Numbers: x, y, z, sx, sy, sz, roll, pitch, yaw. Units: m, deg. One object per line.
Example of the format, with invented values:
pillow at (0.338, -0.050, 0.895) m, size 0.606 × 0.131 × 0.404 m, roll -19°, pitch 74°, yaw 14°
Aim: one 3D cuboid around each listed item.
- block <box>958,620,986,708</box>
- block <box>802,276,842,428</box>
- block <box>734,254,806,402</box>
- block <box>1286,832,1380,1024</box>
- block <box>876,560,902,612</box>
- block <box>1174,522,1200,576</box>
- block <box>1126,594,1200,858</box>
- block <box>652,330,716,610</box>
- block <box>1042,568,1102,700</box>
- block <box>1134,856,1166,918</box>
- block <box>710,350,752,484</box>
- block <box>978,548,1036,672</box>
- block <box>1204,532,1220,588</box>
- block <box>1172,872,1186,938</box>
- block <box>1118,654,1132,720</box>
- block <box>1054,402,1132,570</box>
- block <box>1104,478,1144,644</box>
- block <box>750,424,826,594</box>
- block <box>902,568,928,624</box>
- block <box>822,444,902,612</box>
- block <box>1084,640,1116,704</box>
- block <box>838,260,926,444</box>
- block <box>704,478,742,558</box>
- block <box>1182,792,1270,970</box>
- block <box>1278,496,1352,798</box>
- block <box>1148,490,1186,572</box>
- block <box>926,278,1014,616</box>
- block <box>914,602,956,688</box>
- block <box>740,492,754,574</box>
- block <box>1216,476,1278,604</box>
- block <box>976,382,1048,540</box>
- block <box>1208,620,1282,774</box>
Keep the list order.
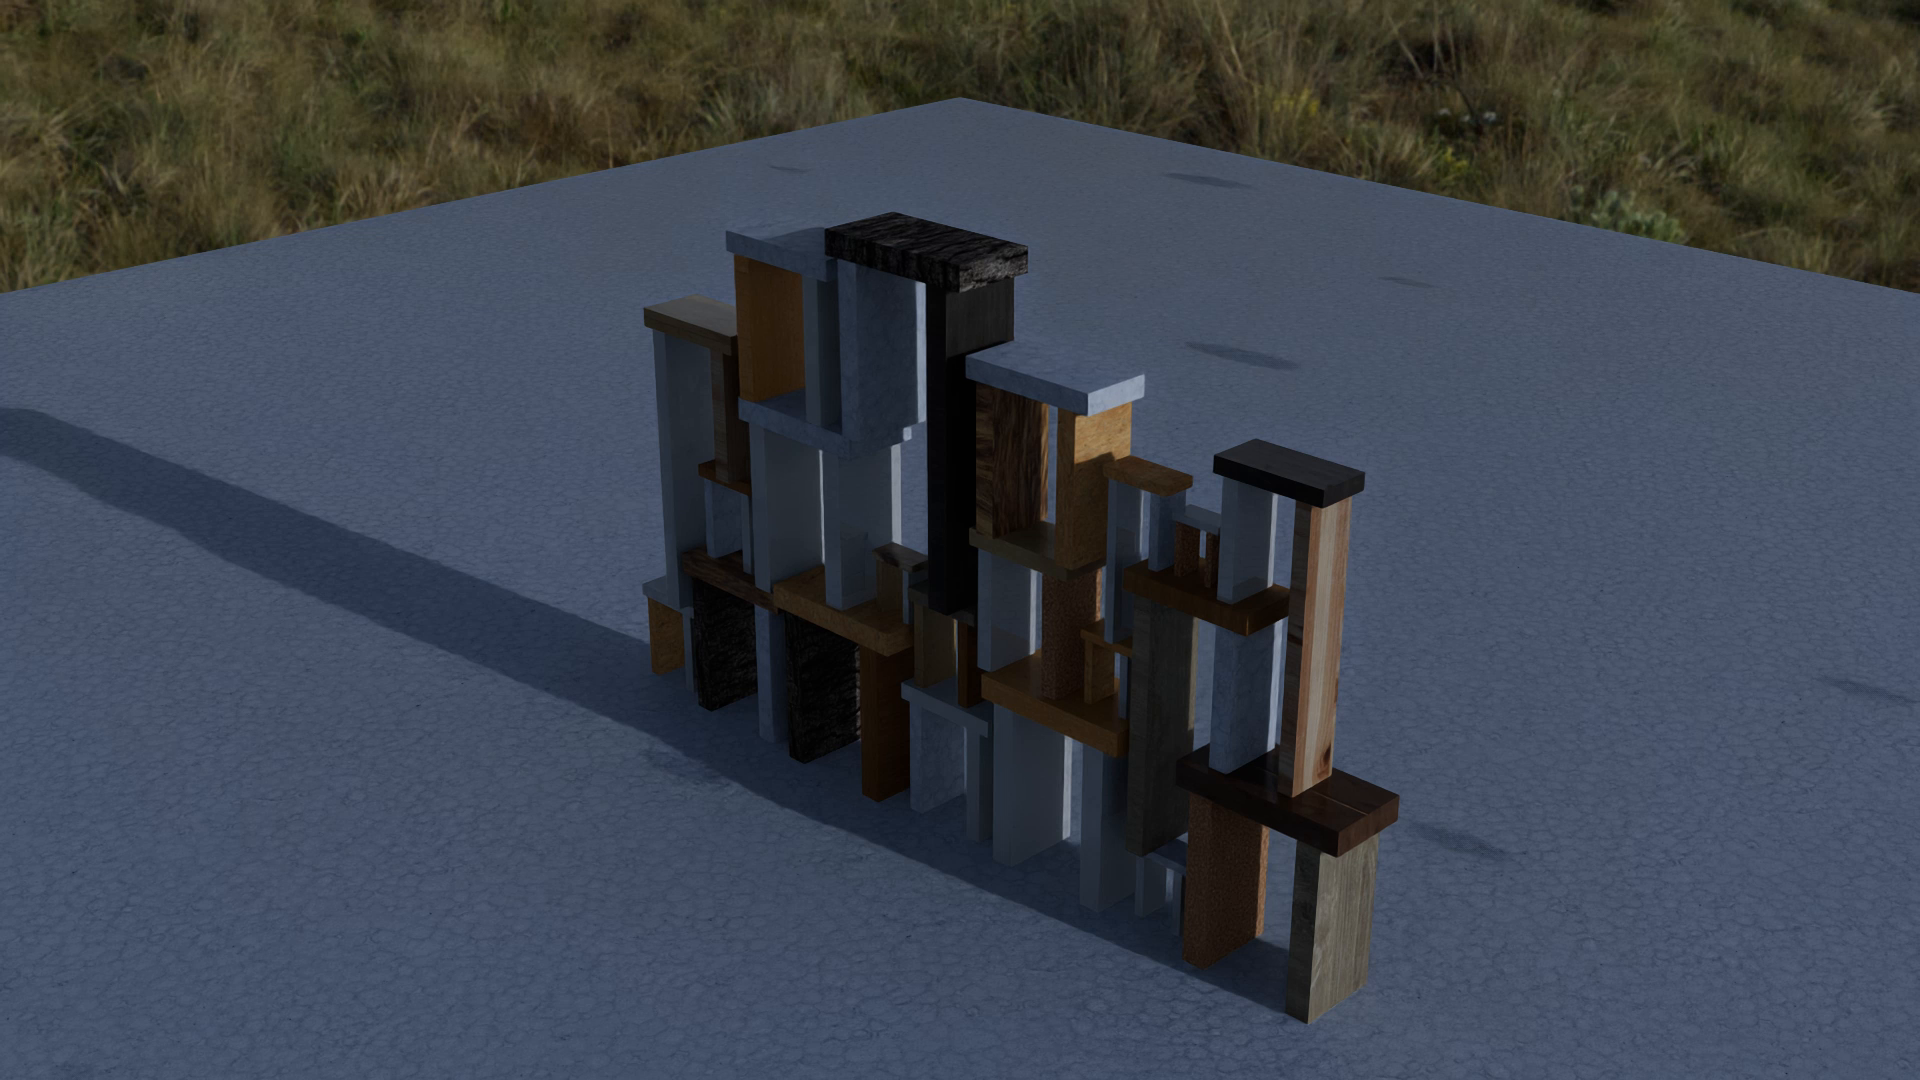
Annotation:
block at (0.037, 0.229, 4.281) m, size 0.091 × 0.182 × 0.026 m, roll -21°, pitch 31°, yaw -41°
block at (-0.234, -0.385, 4.306) m, size 0.043 × 0.301 × 0.150 m, roll 22°, pitch 32°, yaw 40°
block at (-0.378, -0.441, 4.436) m, size 0.150 × 0.301 × 0.043 m, roll -22°, pitch 32°, yaw -40°
block at (0.643, 0.645, 3.796) m, size 0.049 × 0.346 × 0.173 m, roll 21°, pitch 31°, yaw 41°
block at (-0.141, 0.084, 4.414) m, size 0.016 × 0.114 × 0.057 m, roll 21°, pitch 31°, yaw 41°
block at (0.393, 0.009, 3.801) m, size 0.050 × 0.101 × 0.014 m, roll -21°, pitch 31°, yaw -41°
block at (0.365, 0.317, 3.963) m, size 0.039 × 0.516 × 0.136 m, roll 21°, pitch 31°, yaw 41°
block at (-0.582, -0.165, 4.783) m, size 0.041 × 0.637 × 0.143 m, roll 21°, pitch 31°, yaw 41°
block at (0.206, 0.161, 4.067) m, size 0.123 × 0.247 × 0.035 m, roll -21°, pitch 30°, yaw -40°
block at (0.356, 0.632, 4.101) m, size 0.019 × 0.133 × 0.067 m, roll 21°, pitch 31°, yaw 41°
block at (-0.447, -0.274, 4.591) m, size 0.041 × 0.286 × 0.143 m, roll 21°, pitch 31°, yaw 41°
block at (0.090, 0.116, 4.174) m, size 0.123 × 0.247 × 0.035 m, roll -21°, pitch 31°, yaw -41°
block at (0.440, 0.027, 3.757) m, size 0.014 × 0.101 × 0.050 m, roll 21°, pitch 31°, yaw 41°
block at (0.419, 0.657, 4.043) m, size 0.019 × 0.133 × 0.067 m, roll 21°, pitch 31°, yaw 41°
block at (0.317, 0.257, 3.995) m, size 0.018 × 0.127 × 0.063 m, roll 21°, pitch 31°, yaw 41°
block at (0.237, -0.109, 3.918) m, size 0.148 × 0.297 × 0.042 m, roll -21°, pitch 31°, yaw -40°
block at (0.292, 0.030, 3.918) m, size 0.072 × 0.316 × 0.020 m, roll -21°, pitch 31°, yaw -40°
block at (-0.353, -0.087, 4.576) m, size 0.047 × 0.366 × 0.167 m, roll 21°, pitch 31°, yaw 41°
block at (-0.087, 0.105, 4.364) m, size 0.016 × 0.114 × 0.057 m, roll 21°, pitch 31°, yaw 41°
block at (-0.195, -0.040, 4.425) m, size 0.047 × 0.334 × 0.167 m, roll 21°, pitch 31°, yaw 41°
block at (0.258, 0.234, 4.051) m, size 0.063 × 0.127 × 0.018 m, roll -21°, pitch 31°, yaw -41°
block at (-0.148, -0.381, 4.227) m, size 0.050 × 0.355 × 0.178 m, roll 21°, pitch 31°, yaw 41°
block at (-0.505, -0.059, 4.747) m, size 0.026 × 0.181 × 0.090 m, roll 21°, pitch 31°, yaw 40°
block at (0.480, 0.582, 3.947) m, size 0.049 × 0.346 × 0.173 m, roll 21°, pitch 31°, yaw 41°
block at (0.590, 0.171, 3.661) m, size 0.032 × 0.535 × 0.112 m, roll 21°, pitch 31°, yaw 41°
block at (0.360, -0.023, 3.822) m, size 0.020 × 0.143 × 0.072 m, roll 21°, pitch 31°, yaw 40°
block at (0.020, -0.184, 4.130) m, size 0.050 × 0.644 × 0.178 m, roll 21°, pitch 31°, yaw 41°
block at (-0.049, 0.195, 4.360) m, size 0.026 × 0.182 × 0.091 m, roll 21°, pitch 31°, yaw 41°
block at (-0.420, -0.025, 4.668) m, size 0.026 × 0.181 × 0.090 m, roll 21°, pitch 31°, yaw 41°
block at (0.485, -0.014, 3.697) m, size 0.032 × 0.223 × 0.112 m, roll 21°, pitch 31°, yaw 41°
block at (0.097, -0.163, 4.048) m, size 0.042 × 0.297 × 0.148 m, roll 21°, pitch 31°, yaw 41°
block at (0.494, 0.255, 3.797) m, size 0.039 × 0.273 × 0.136 m, roll 21°, pitch 31°, yaw 41°
